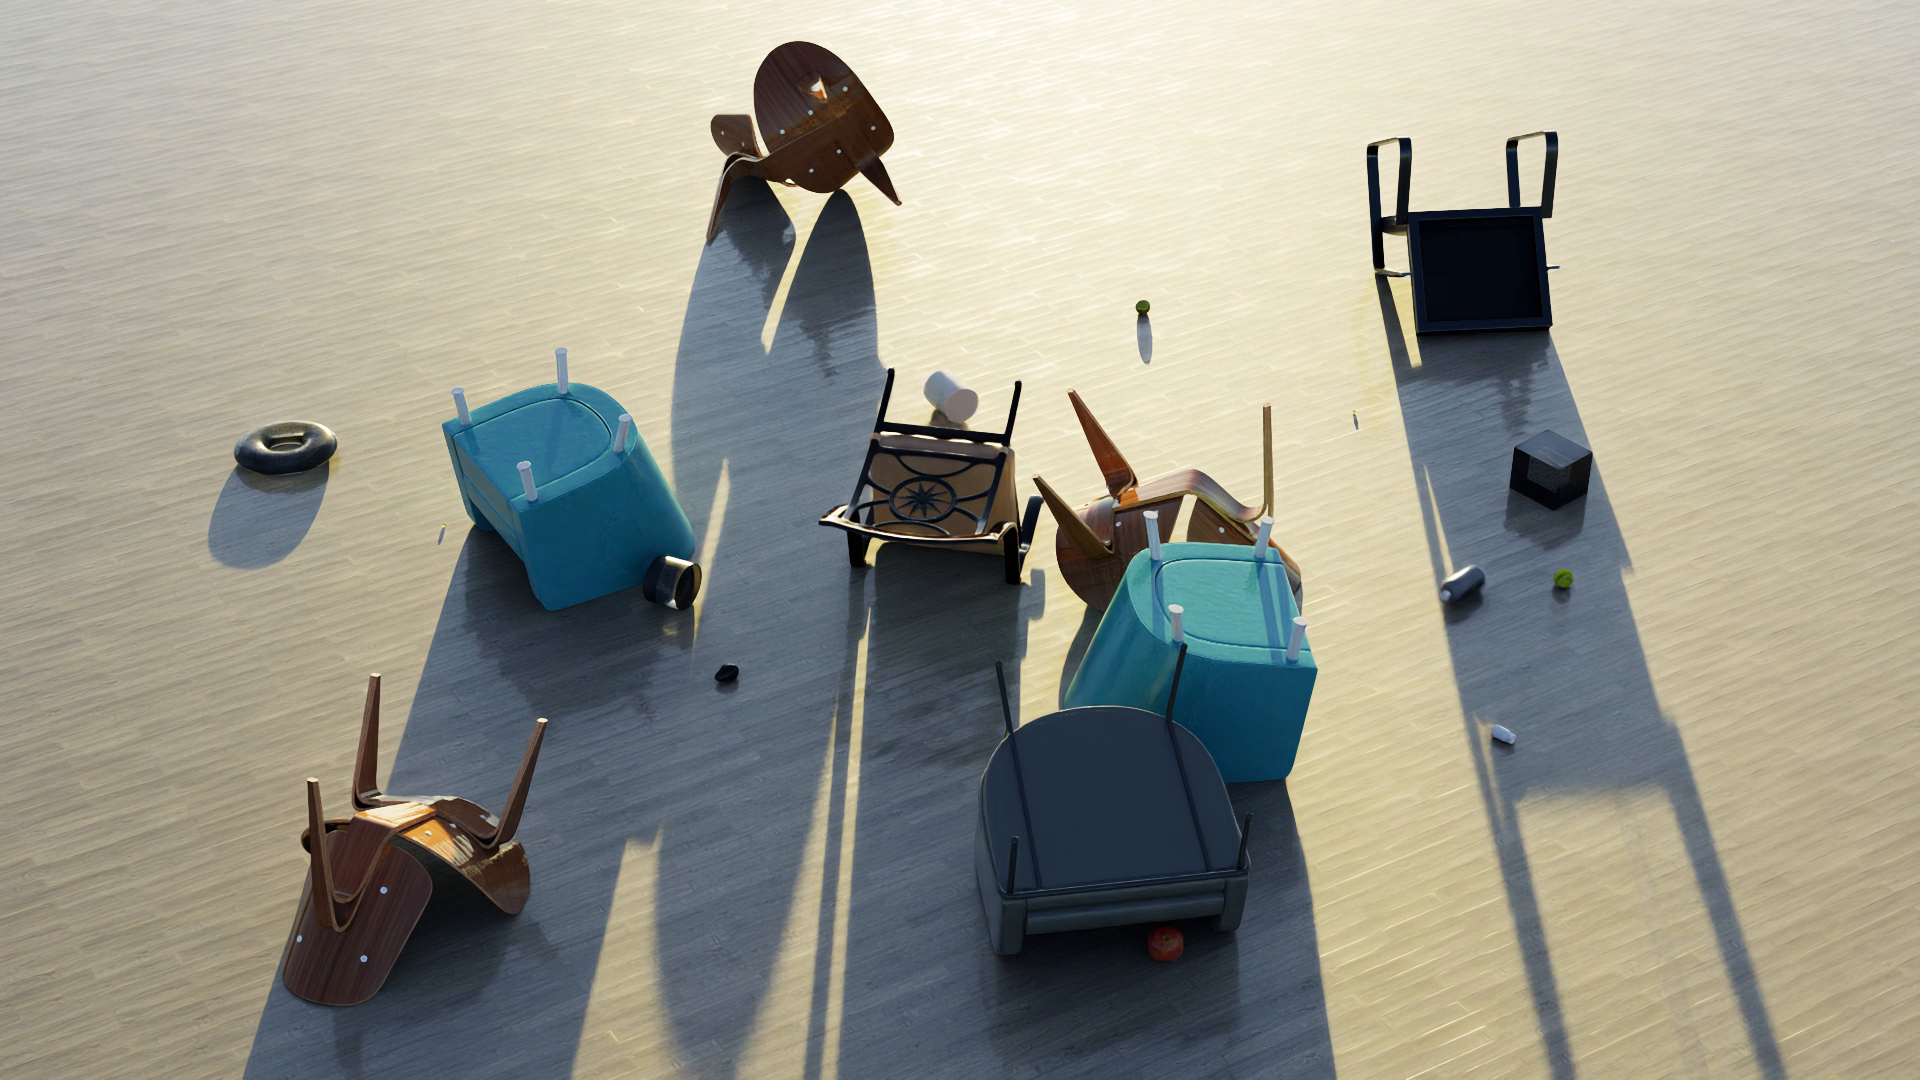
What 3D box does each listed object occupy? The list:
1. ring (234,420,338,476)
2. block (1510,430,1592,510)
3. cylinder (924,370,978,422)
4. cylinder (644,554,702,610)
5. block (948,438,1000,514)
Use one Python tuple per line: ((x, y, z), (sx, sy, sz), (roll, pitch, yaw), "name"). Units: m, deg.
((-2.625, -0.360, 11.418), (0.402, 0.082, 0.358), (-4, 33, -5), "ring")
((2.254, -0.267, 11.183), (0.197, 0.183, 0.219), (-25, 41, -33), "block")
((-0.036, -0.572, 11.675), (0.150, 0.155, 0.175), (-52, 44, 5), "cylinder")
((-1.035, 0.153, 10.559), (0.131, 0.170, 0.194), (15, 31, 21), "cylinder")
((0.056, -0.242, 11.115), (0.138, 0.216, 0.141), (26, 41, 33), "block")
